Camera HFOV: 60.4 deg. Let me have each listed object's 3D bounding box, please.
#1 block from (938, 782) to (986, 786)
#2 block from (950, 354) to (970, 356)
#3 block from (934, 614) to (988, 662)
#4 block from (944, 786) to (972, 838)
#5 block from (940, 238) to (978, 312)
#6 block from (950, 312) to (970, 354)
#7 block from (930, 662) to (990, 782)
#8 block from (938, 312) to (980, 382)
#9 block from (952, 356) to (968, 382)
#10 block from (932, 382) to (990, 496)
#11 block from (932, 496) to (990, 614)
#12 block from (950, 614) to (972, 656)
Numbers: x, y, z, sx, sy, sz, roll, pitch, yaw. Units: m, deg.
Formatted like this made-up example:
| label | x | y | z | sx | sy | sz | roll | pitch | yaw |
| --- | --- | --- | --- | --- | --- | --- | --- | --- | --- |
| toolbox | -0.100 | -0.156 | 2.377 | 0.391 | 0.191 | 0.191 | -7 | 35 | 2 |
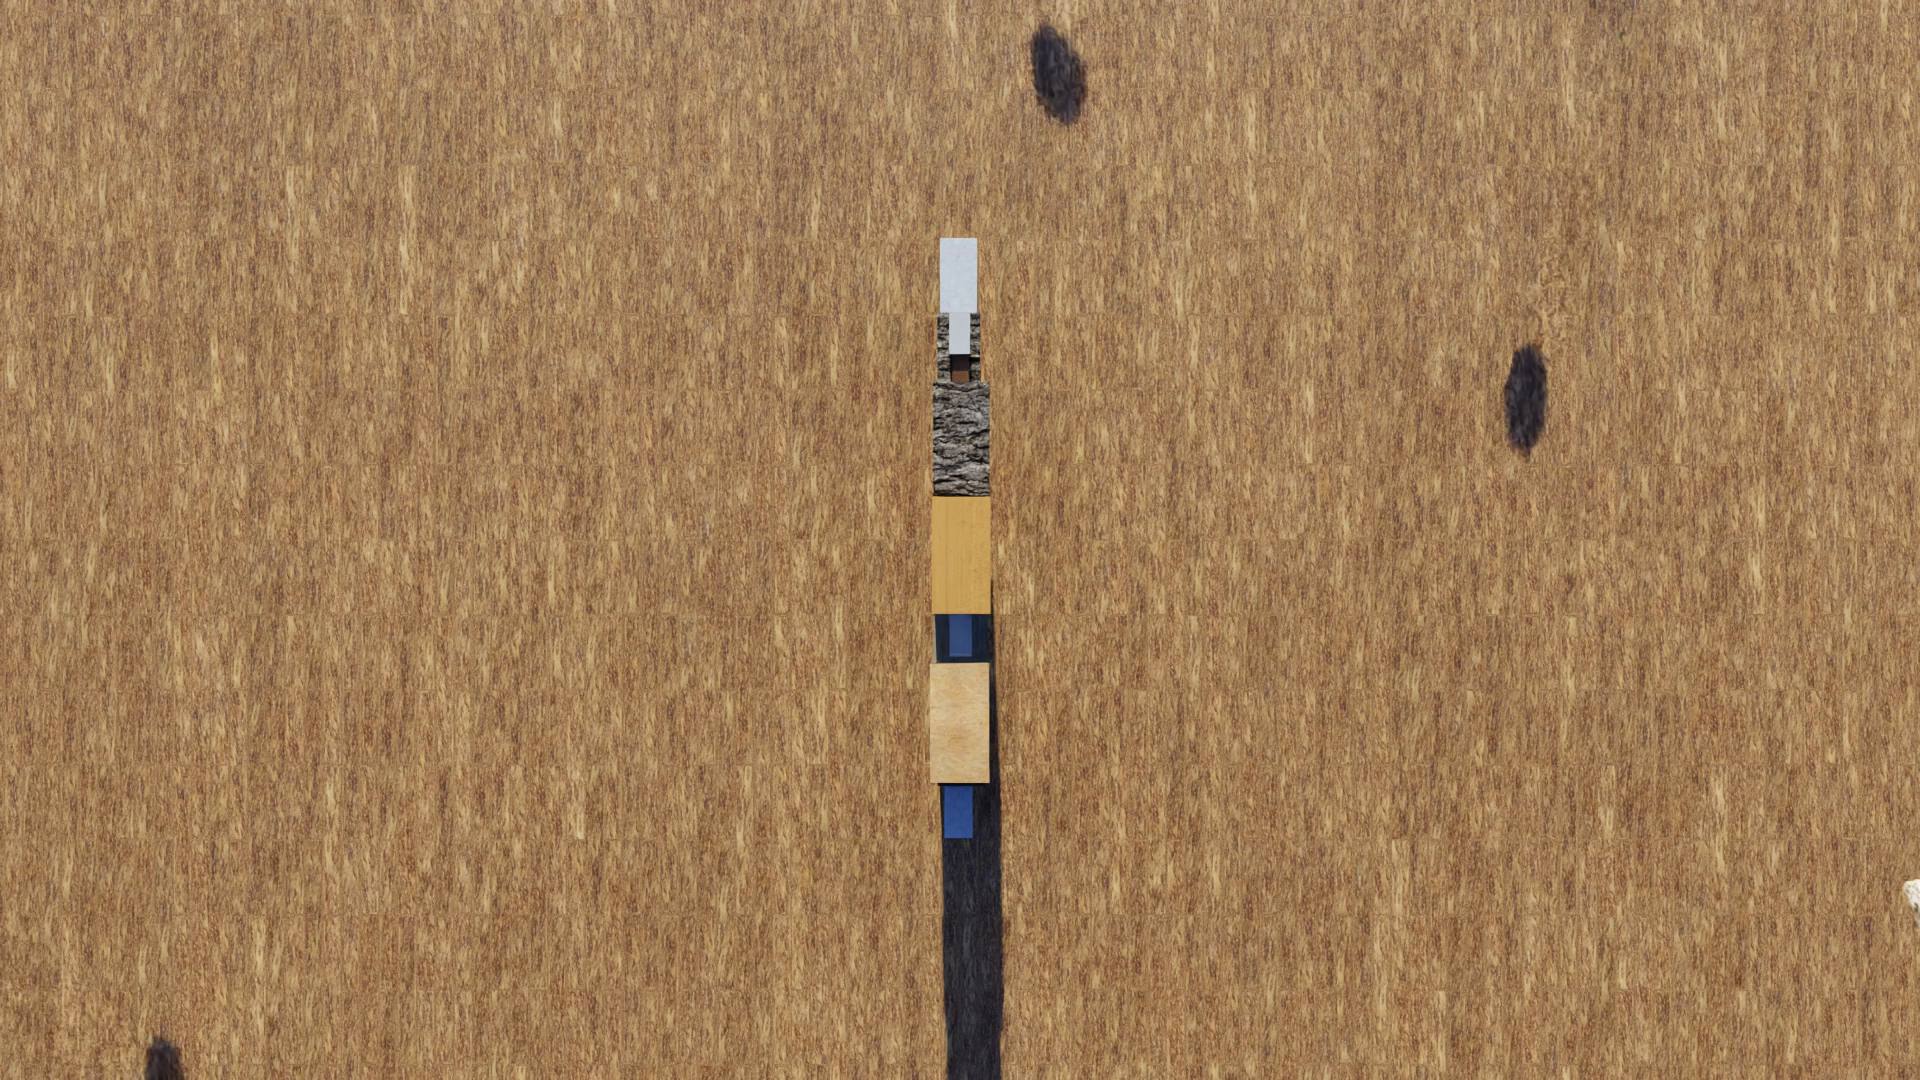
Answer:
| label | x | y | z | sx | sy | sz | roll | pitch | yaw |
| --- | --- | --- | --- | --- | --- | --- | --- | --- | --- |
| block | 0.004 | 0.621 | 5.180 | 0.149 | 0.042 | 0.299 | 0 | 90 | 0 |
| block | -0.001 | -0.591 | 5.128 | 0.063 | 0.126 | 0.018 | 0 | 90 | 0 |
| block | 0.001 | 0.298 | 5.141 | 0.168 | 0.048 | 0.336 | 0 | 90 | 0 |
| block | -0.005 | 0.866 | 5.305 | 0.091 | 0.026 | 0.182 | 0 | 90 | 0 |
| block | -0.004 | -0.839 | 5.247 | 0.118 | 0.033 | 0.236 | 0 | 90 | 0 |
| block | -0.001 | -0.633 | 5.056 | 0.063 | 0.018 | 0.126 | 0 | 90 | 0 |
| block | -0.001 | 0.526 | 4.752 | 0.170 | 0.048 | 0.340 | 0 | 90 | 0 |
| block | -0.004 | -0.581 | 5.210 | 0.135 | 0.038 | 0.271 | 0 | 90 | 0 |
| block | 0.002 | -0.514 | 5.082 | 0.051 | 0.014 | 0.102 | 0 | 90 | 0 |
| block | 0.004 | -0.294 | 4.806 | 0.165 | 0.047 | 0.329 | 0 | 90 | 0 |
| block | 0.004 | 0.044 | 4.757 | 0.168 | 0.048 | 0.336 | 0 | 90 | 0 |
| block | 0.002 | 0.284 | 4.973 | 0.067 | 0.019 | 0.134 | 0 | 90 | 0 |
